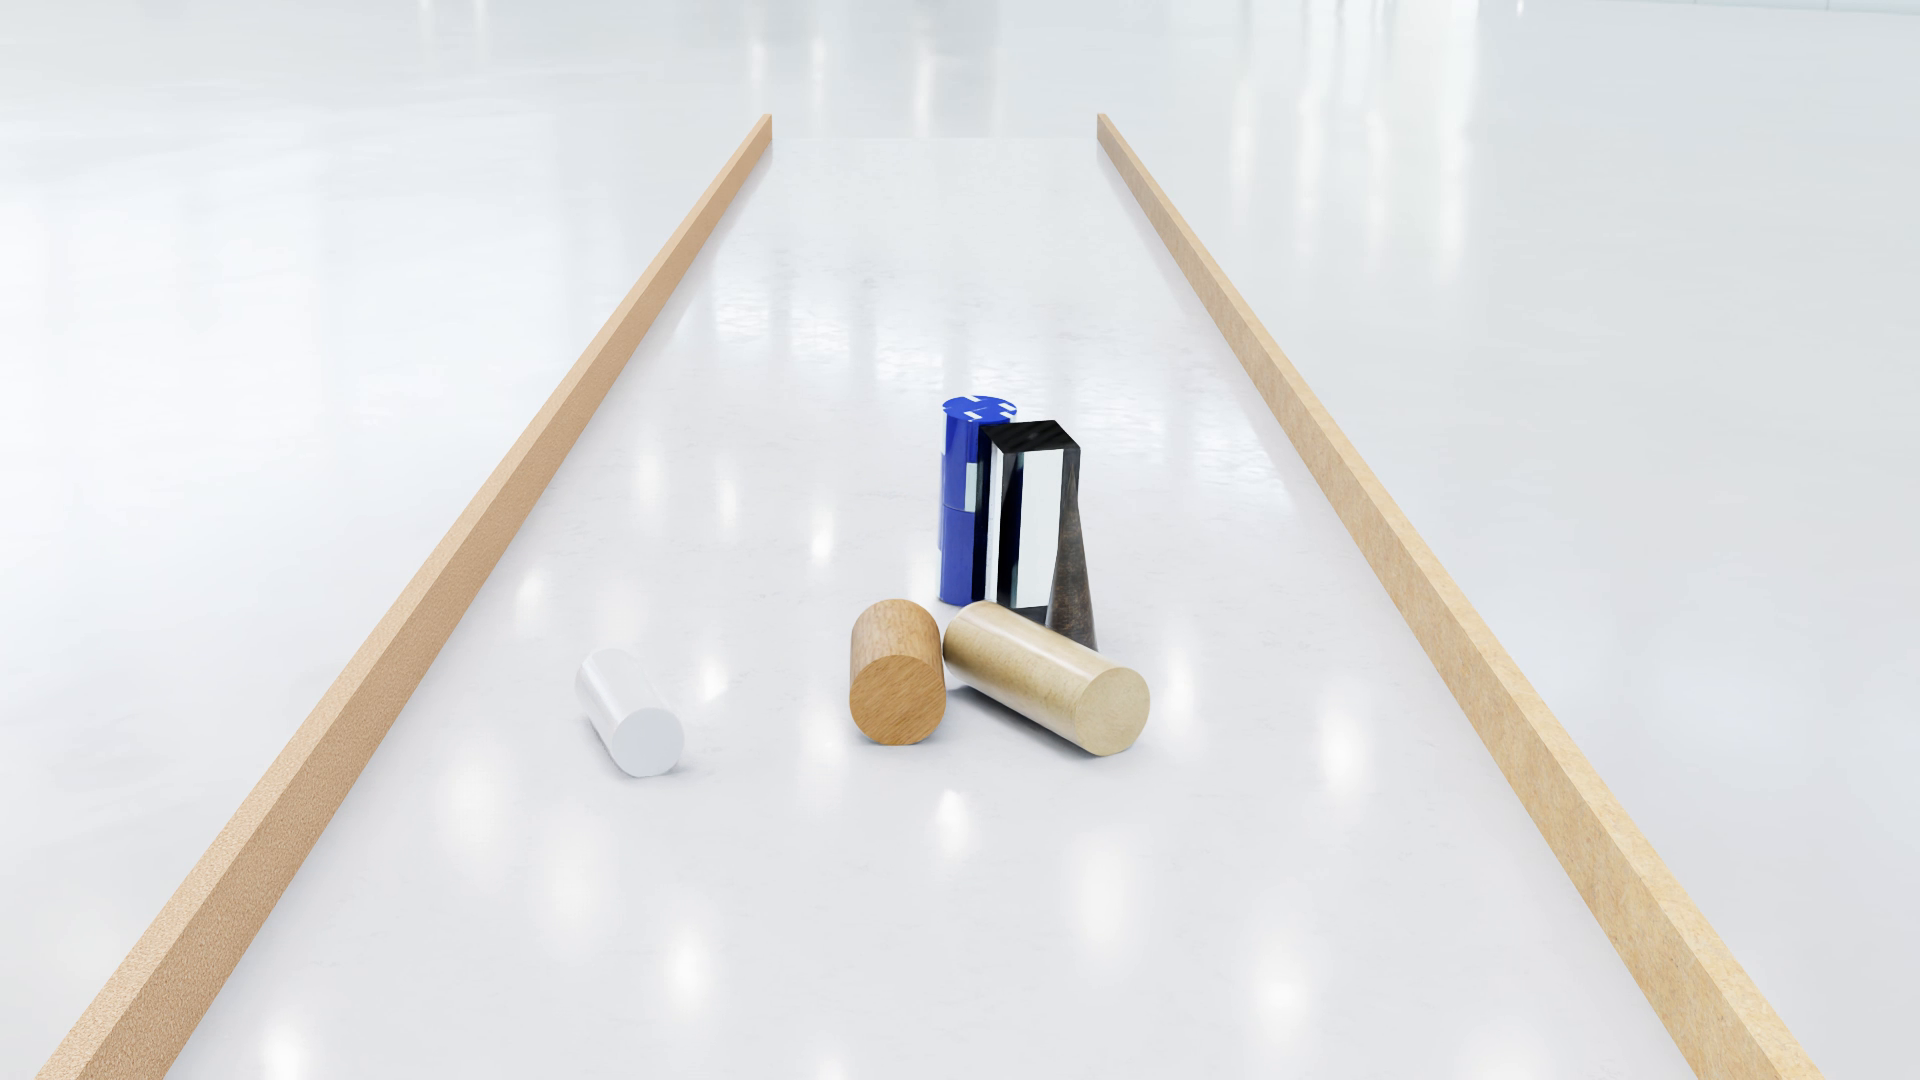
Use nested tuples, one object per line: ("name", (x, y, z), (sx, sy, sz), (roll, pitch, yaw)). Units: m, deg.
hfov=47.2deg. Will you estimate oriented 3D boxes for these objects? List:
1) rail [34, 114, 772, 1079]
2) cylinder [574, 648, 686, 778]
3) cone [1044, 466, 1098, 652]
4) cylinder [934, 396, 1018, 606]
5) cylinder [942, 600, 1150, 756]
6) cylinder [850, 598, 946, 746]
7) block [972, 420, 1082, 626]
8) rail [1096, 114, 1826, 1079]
("rail", (-1.118, -0.838, 7.780), (0.050, 0.150, 12.000), (0, 17, -1))
("cylinder", (-0.598, 0.308, 3.964), (0.130, 0.130, 0.326), (-6, 18, -20))
("cone", (0.220, 0.041, 4.370), (0.121, 0.409, 0.121), (0, 17, 0))
("cylinder", (0.033, -0.082, 4.725), (0.160, 0.427, 0.160), (2, 24, -1))
("cylinder", (0.154, 0.251, 4.091), (0.166, 0.166, 0.446), (-10, 19, -31))
("cylinder", (-0.118, 0.242, 4.106), (0.175, 0.175, 0.324), (-1, 17, -2))
("block", (0.135, -0.030, 4.595), (0.167, 0.400, 0.167), (-5, 25, -16))
("rail", (0.932, -0.844, 7.801), (0.050, 0.150, 12.000), (0, 17, -1))
